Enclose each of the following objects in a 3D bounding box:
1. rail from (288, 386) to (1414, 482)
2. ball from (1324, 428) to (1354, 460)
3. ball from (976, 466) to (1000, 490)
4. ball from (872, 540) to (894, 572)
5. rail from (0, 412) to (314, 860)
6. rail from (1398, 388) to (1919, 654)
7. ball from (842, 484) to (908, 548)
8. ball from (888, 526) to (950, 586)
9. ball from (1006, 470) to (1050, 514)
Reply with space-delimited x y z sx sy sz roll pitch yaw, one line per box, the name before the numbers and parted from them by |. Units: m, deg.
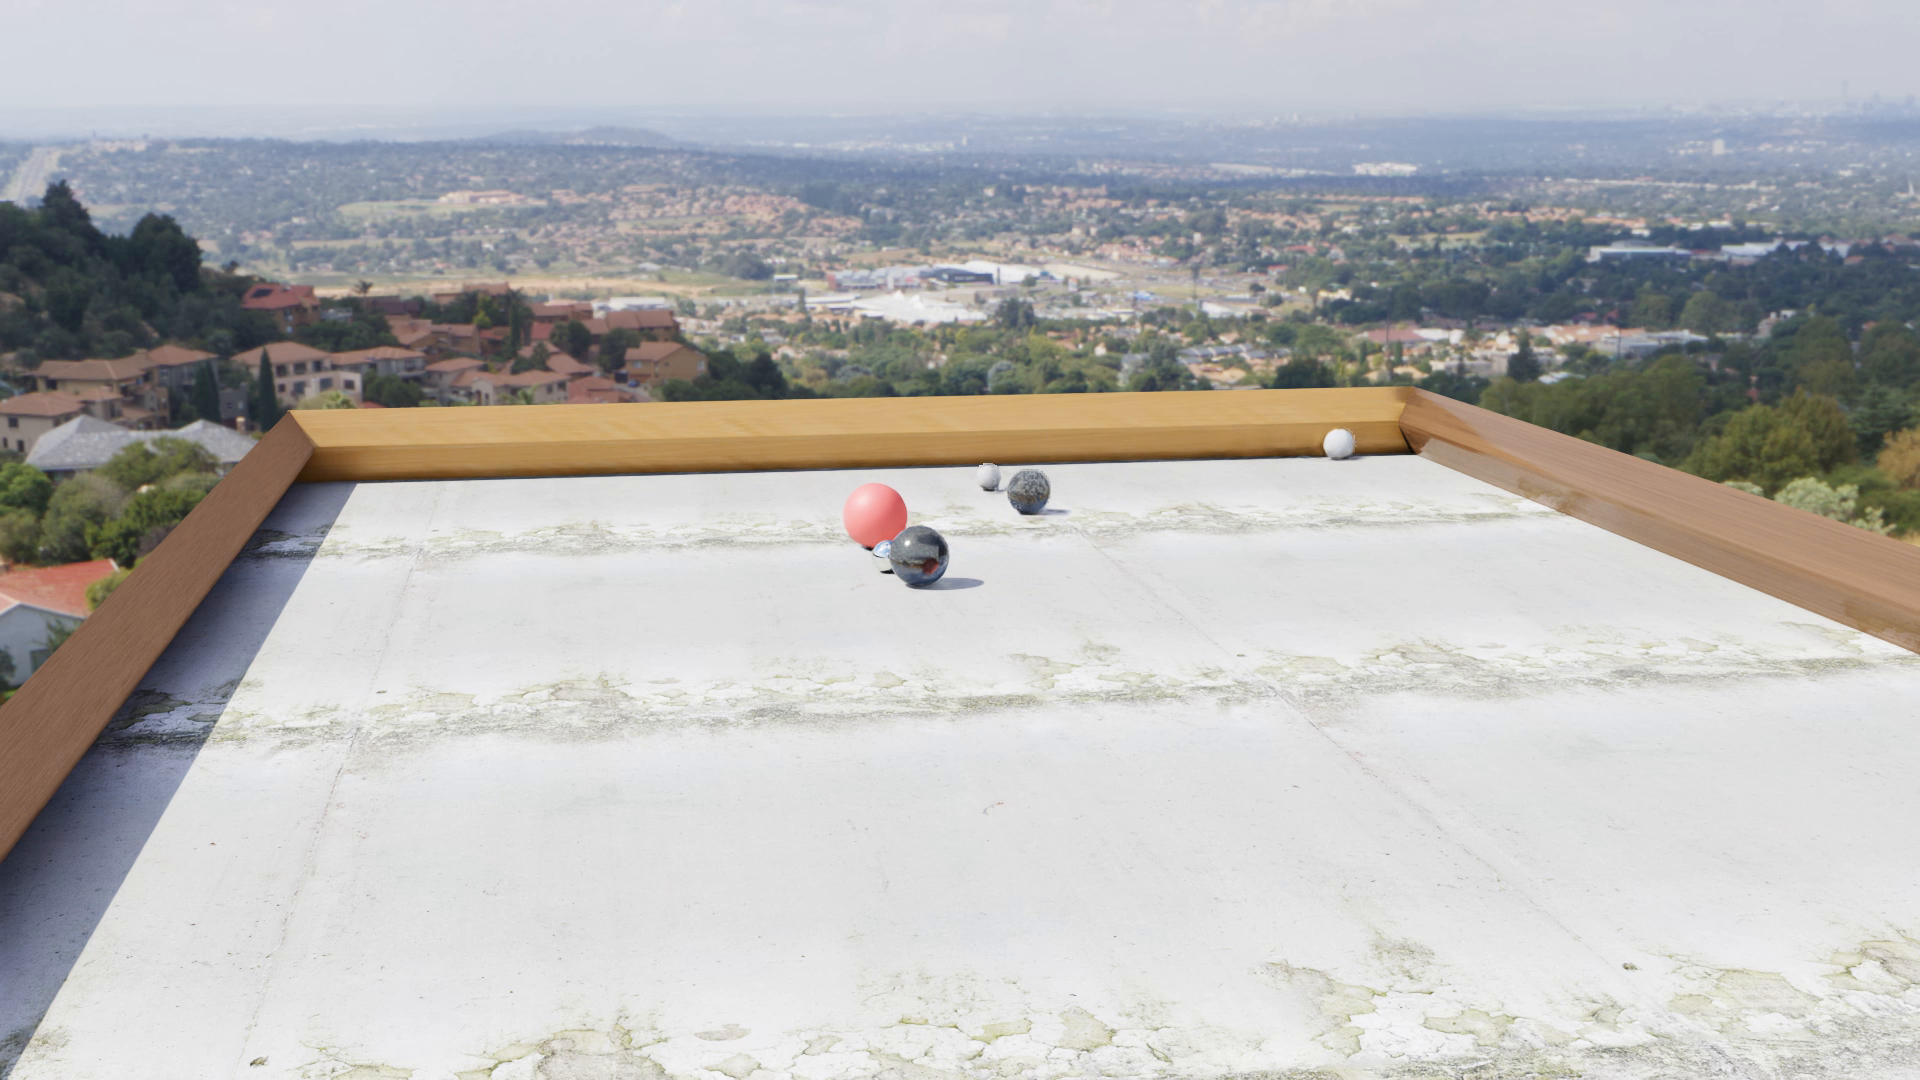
rail | -0.152 -0.194 4.033 2.084 0.126 0.045 -2 11 -10
ball | 0.715 -0.181 4.151 0.058 0.058 0.058 0 11 0
ball | 0.049 -0.108 3.808 0.042 0.042 0.042 0 11 0
ball | -0.102 0.023 3.115 0.046 0.046 0.046 0 11 0
rail | -0.847 0.172 2.116 0.045 0.126 3.655 -2 11 -10
rail | 1.159 0.107 2.458 0.045 0.126 3.655 -2 11 -10
ball | -0.127 -0.036 3.288 0.097 0.097 0.097 0 11 0
ball | -0.056 0.022 3.021 0.084 0.084 0.084 0 11 0
ball | 0.111 -0.078 3.578 0.070 0.070 0.070 0 11 0
